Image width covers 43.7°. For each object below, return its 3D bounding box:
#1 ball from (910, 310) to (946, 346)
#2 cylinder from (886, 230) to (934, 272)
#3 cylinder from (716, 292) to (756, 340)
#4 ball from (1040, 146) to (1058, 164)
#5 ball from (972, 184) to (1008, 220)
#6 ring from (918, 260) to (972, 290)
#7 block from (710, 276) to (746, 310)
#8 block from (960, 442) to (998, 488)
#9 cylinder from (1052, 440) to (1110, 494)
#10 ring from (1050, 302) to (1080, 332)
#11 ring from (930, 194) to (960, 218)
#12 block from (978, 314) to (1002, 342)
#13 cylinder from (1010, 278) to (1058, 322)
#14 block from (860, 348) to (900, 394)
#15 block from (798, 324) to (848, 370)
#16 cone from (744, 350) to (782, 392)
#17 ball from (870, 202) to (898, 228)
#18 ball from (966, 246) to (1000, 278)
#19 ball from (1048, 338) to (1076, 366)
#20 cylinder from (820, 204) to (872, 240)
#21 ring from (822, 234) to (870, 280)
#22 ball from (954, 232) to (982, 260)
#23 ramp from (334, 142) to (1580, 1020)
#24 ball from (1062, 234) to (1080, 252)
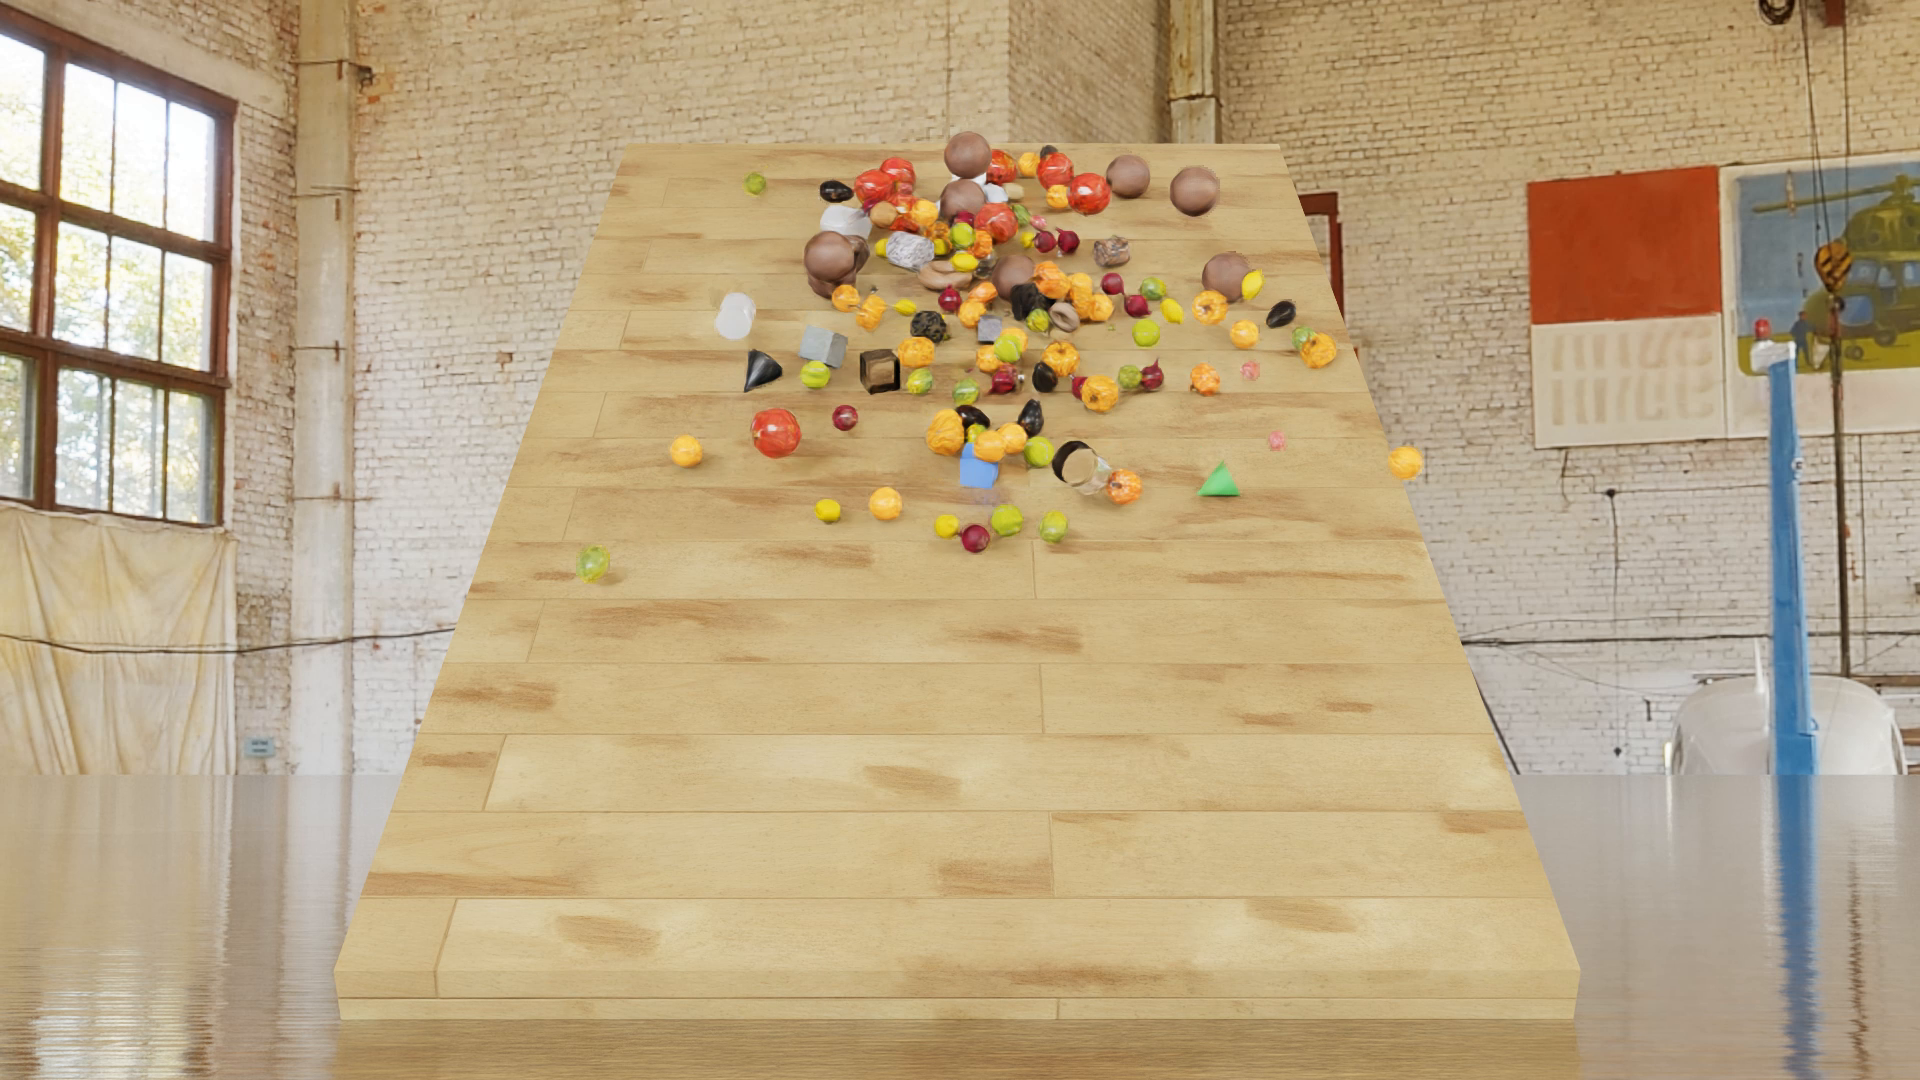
[{"bbox_3d":[-0.081,-0.531,5.991,0.091,0.091,0.091,0,-5,0],"label":"ball"},{"bbox_3d":[-0.135,-0.777,6.441,0.094,0.094,0.094,23,9,35],"label":"cylinder"},{"bbox_3d":[-0.554,-0.554,5.920,0.086,0.086,0.086,0,33,5],"label":"cylinder"},{"bbox_3d":[0.262,-1.130,7.026,0.056,0.056,0.056,0,-5,0],"label":"ball"},{"bbox_3d":[0.084,-0.934,6.610,0.099,0.099,0.099,0,-5,0],"label":"ball"},{"bbox_3d":[-0.040,-0.702,6.351,0.144,0.048,0.144,2,29,-1],"label":"ring"},{"bbox_3d":[-0.600,-0.636,6.198,0.064,0.064,0.064,-32,42,-30],"label":"block"},{"bbox_3d":[0.044,-0.166,5.335,0.071,0.071,0.071,7,34,11],"label":"block"},{"bbox_3d":[0.257,-0.154,5.087,0.094,0.094,0.094,-2,-14,23],"label":"cylinder"},{"bbox_3d":[0.255,-0.544,5.846,0.084,0.084,0.028,-6,32,47],"label":"ring"},{"bbox_3d":[-0.041,-0.942,6.756,0.096,0.032,0.096,-29,-9,-5],"label":"ring"},{"bbox_3d":[0.075,-0.531,6.008,0.057,0.057,0.057,6,13,-1],"label":"block"},{"bbox_3d":[0.188,-0.613,6.143,0.092,0.092,0.092,17,-12,-22],"label":"cylinder"},{"bbox_3d":[-0.194,-0.408,5.777,0.077,0.077,0.077,-10,31,-18],"label":"block"},{"bbox_3d":[-0.334,-0.472,5.854,0.079,0.079,0.079,16,0,26],"label":"block"},{"bbox_3d":[-0.495,-0.390,5.777,0.098,0.098,0.098,26,-27,14],"label":"cone"},{"bbox_3d":[-0.201,-0.853,6.283,0.072,0.072,0.072,0,-5,0],"label":"ball"},{"bbox_3d":[0.061,-0.740,6.376,0.087,0.087,0.087,0,-5,0],"label":"ball"},{"bbox_3d":[0.250,-0.463,5.890,0.069,0.069,0.069,0,-5,0],"label":"ball"},{"bbox_3d":[-0.314,-0.868,6.595,0.099,0.099,0.099,22,10,41],"label":"cylinder"},{"bbox_3d":[-0.303,-0.751,6.349,0.141,0.047,0.141,-25,-33,-17],"label":"ring"},{"bbox_3d":[0.024,-0.788,6.429,0.075,0.075,0.075,0,-5,0],"label":"ball"},{"bbox_3d":[-0.012,-0.220,5.619,2.000,0.100,4.000,0,29,0],"label":"ramp"},{"bbox_3d":[0.304,-0.817,6.563,0.050,0.050,0.050,0,-5,0],"label":"ball"}]
